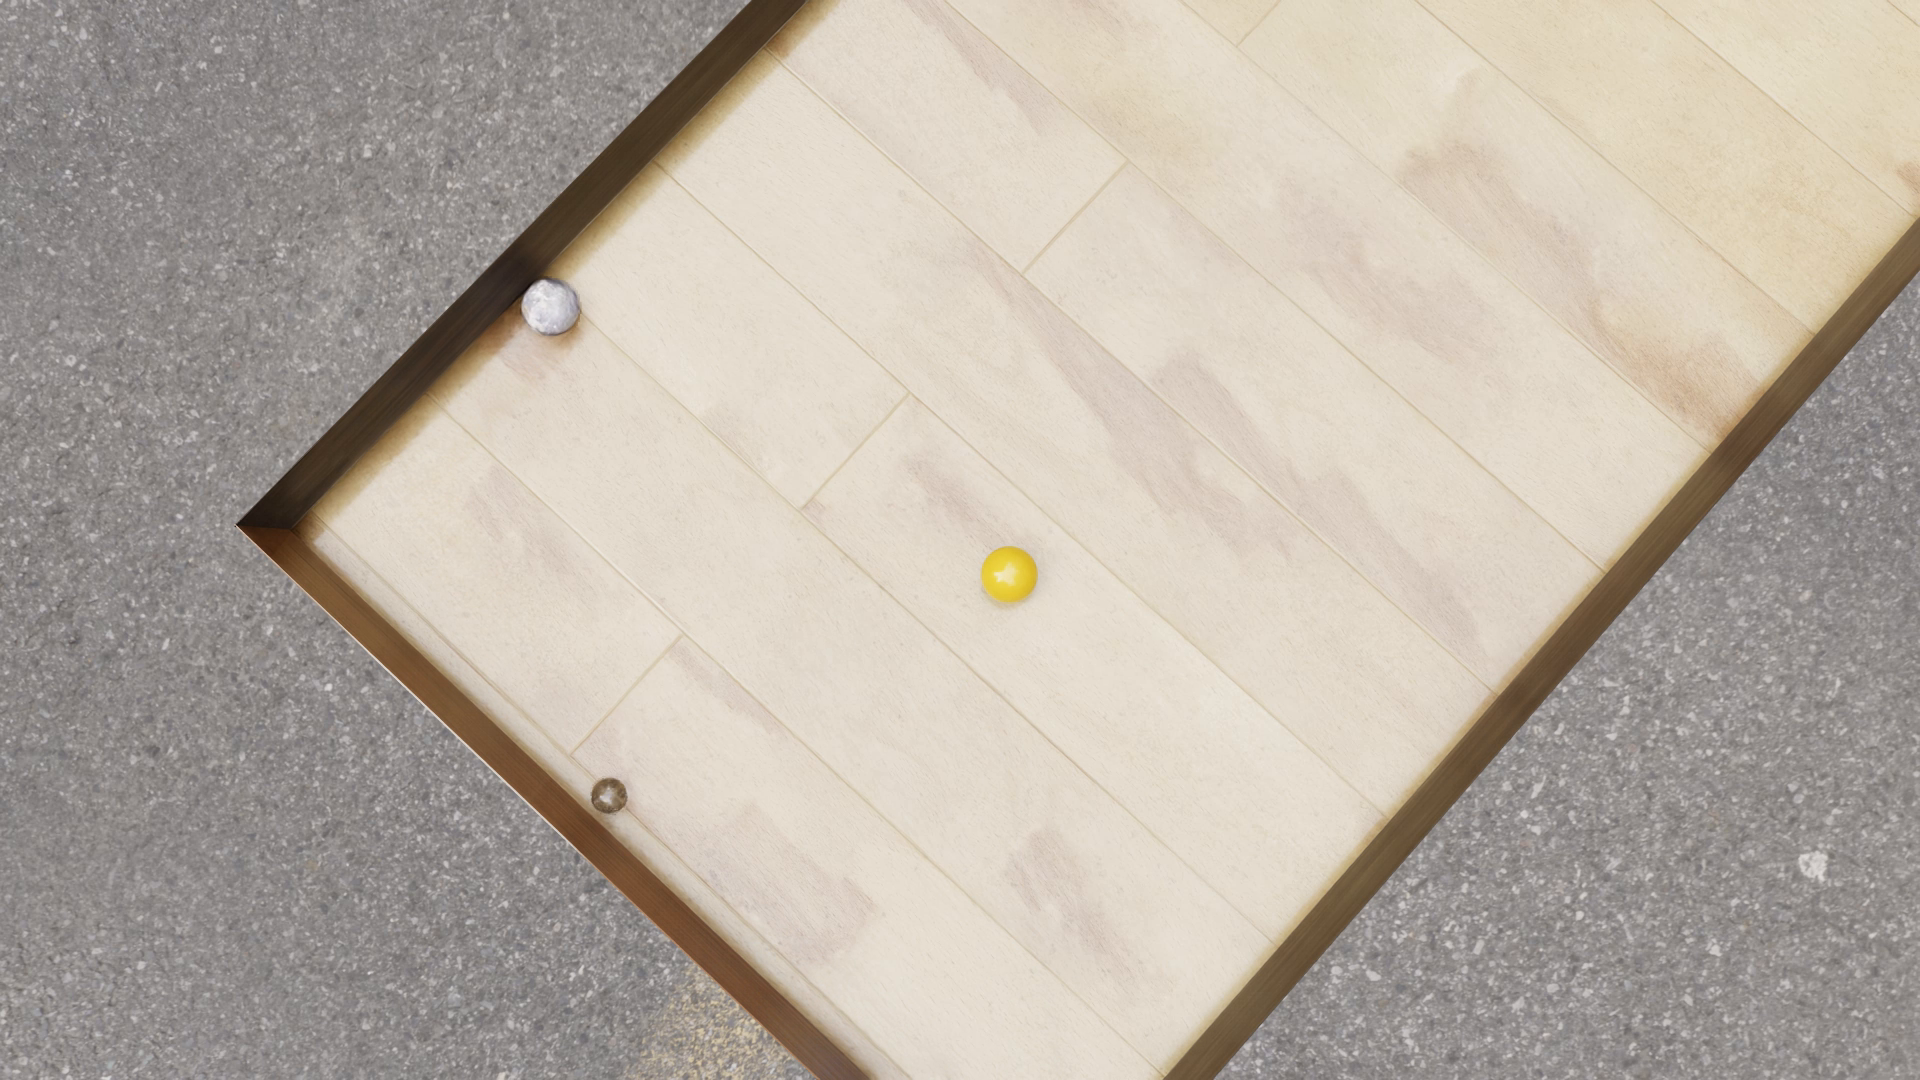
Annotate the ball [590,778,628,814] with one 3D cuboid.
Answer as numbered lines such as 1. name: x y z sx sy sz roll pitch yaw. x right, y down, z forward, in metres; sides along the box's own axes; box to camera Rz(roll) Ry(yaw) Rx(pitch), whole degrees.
1. ball: -0.514 0.375 3.224 0.054 0.054 0.054 0 81 0

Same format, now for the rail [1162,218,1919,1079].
1. rail: 1.040 -0.010 3.257 0.045 0.113 2.831 42 83 6

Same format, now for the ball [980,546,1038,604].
1. ball: 0.073 0.051 3.262 0.086 0.086 0.086 0 81 0

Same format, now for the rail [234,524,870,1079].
1. rail: -0.462 0.495 3.173 1.572 0.113 0.045 42 83 6

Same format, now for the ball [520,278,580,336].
1. ball: -0.621 -0.352 3.328 0.087 0.087 0.087 0 81 0

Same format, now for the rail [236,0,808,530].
1. rail: -0.084 -1.026 3.426 0.045 0.113 2.831 42 83 6
